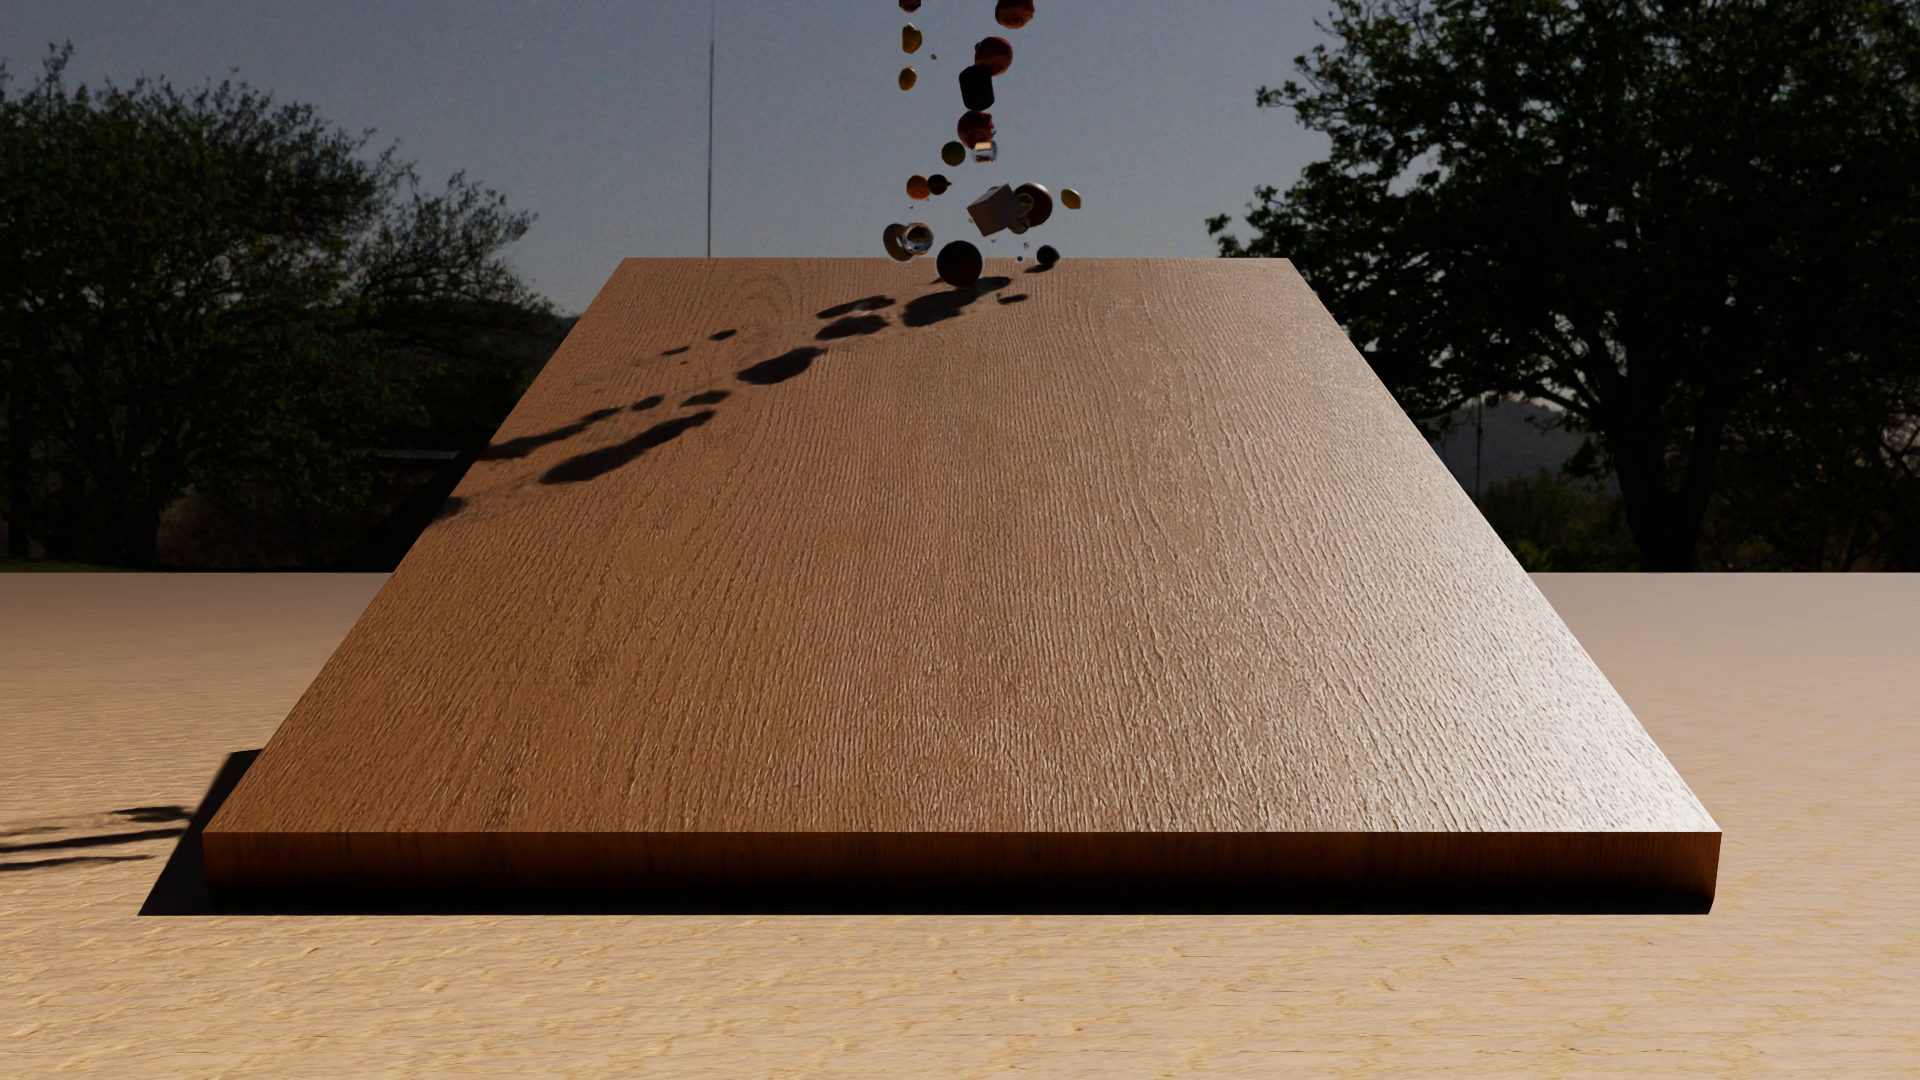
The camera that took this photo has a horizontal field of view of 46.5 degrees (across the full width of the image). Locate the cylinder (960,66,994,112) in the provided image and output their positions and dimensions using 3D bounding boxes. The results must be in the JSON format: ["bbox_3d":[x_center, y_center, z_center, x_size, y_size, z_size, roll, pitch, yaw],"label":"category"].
[{"bbox_3d":[0.048,-1.285,6.362,0.090,0.090,0.090,0,-34,10],"label":"cylinder"}]

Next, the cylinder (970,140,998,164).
[{"bbox_3d":[0.069,-1.111,6.403,0.059,0.059,0.059,-2,-1,21],"label":"cylinder"}]

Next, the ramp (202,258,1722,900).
[{"bbox_3d":[-0.003,-0.186,4.860,2.000,0.100,4.000,0,18,0],"label":"ramp"}]

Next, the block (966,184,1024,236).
[{"bbox_3d":[0.101,-0.932,6.319,0.096,0.096,0.096,-42,18,-32],"label":"block"}]

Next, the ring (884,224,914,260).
[{"bbox_3d":[-0.172,-0.842,6.326,0.038,0.113,0.113,-22,-15,40],"label":"ring"}]

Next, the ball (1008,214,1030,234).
[{"bbox_3d":[0.173,-0.930,6.556,0.065,0.065,0.065,0,-1,0],"label":"ball"}]

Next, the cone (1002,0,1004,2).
[{"bbox_3d":[0.129,-1.563,6.268,0.074,0.074,0.074,-39,-2,2],"label":"cone"}]

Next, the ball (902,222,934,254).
[{"bbox_3d":[-0.118,-0.830,6.145,0.088,0.088,0.088,0,-1,0],"label":"ball"}]
